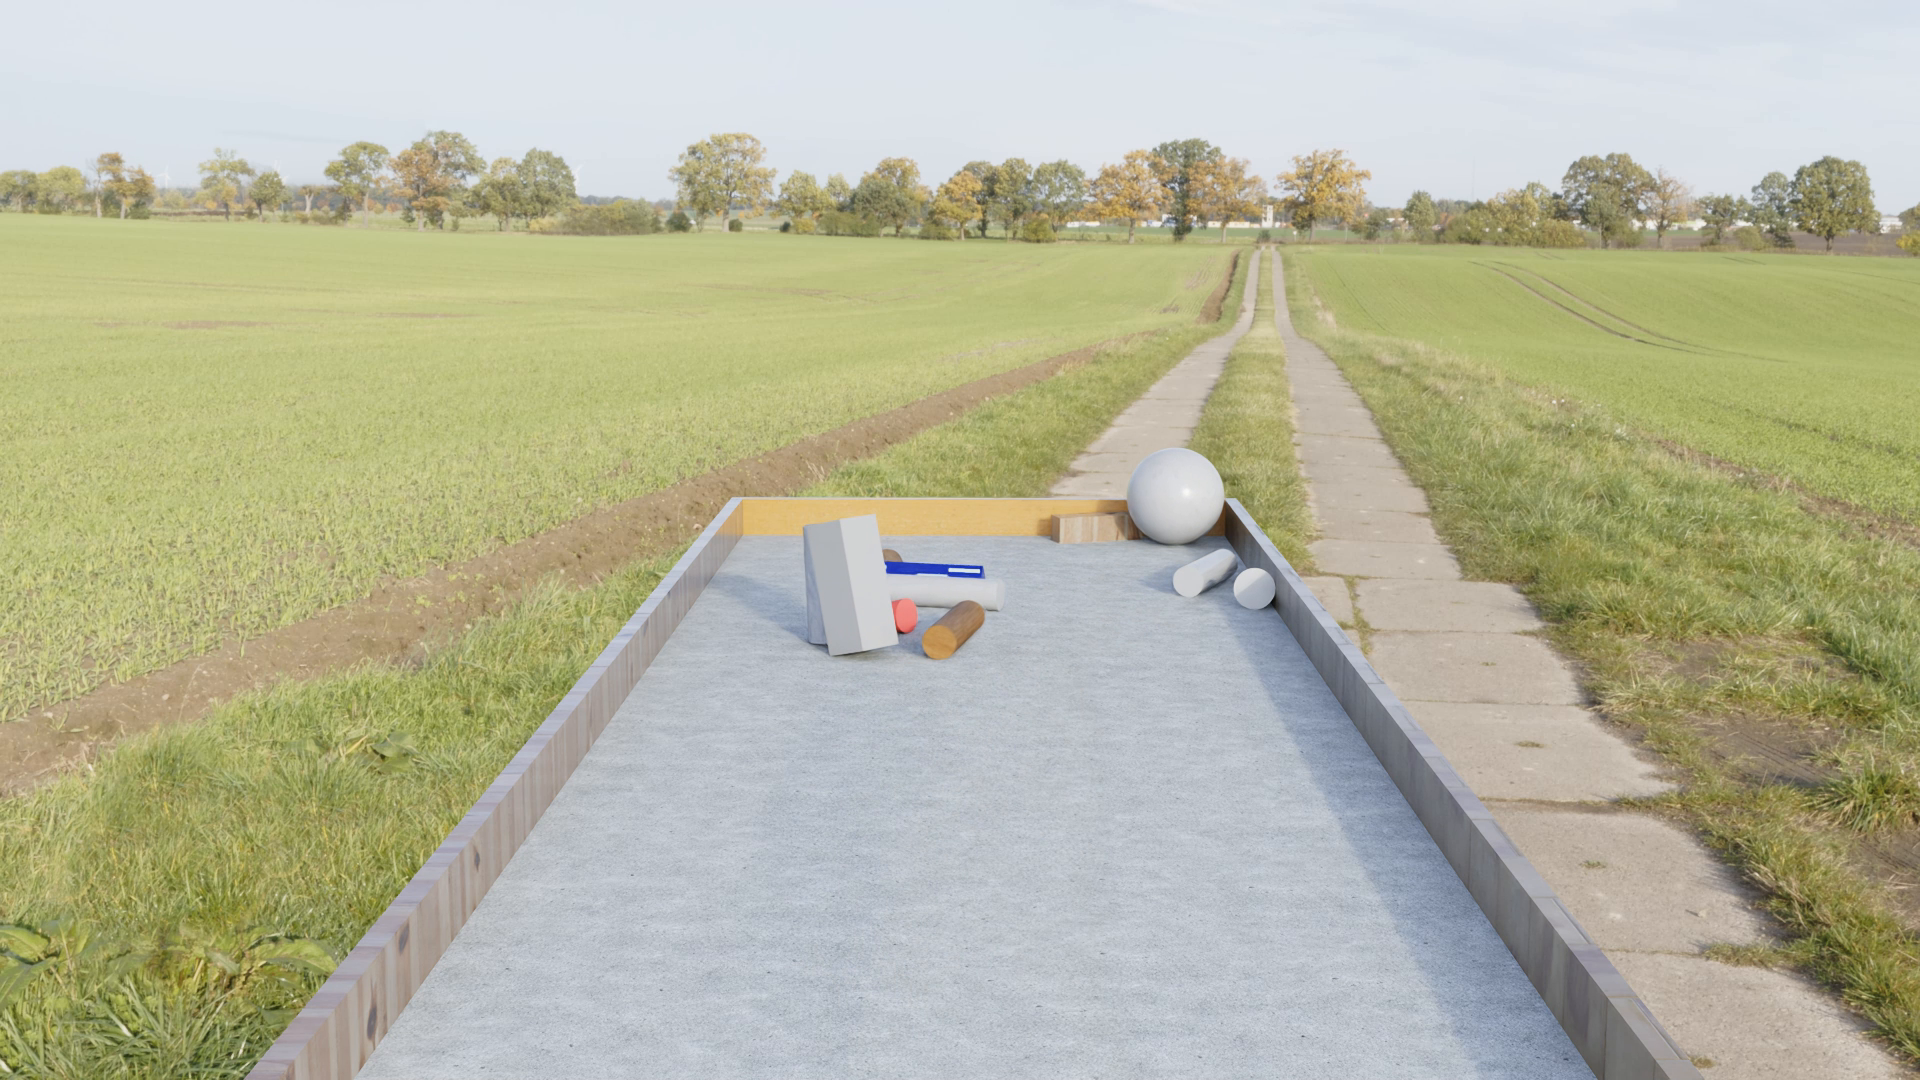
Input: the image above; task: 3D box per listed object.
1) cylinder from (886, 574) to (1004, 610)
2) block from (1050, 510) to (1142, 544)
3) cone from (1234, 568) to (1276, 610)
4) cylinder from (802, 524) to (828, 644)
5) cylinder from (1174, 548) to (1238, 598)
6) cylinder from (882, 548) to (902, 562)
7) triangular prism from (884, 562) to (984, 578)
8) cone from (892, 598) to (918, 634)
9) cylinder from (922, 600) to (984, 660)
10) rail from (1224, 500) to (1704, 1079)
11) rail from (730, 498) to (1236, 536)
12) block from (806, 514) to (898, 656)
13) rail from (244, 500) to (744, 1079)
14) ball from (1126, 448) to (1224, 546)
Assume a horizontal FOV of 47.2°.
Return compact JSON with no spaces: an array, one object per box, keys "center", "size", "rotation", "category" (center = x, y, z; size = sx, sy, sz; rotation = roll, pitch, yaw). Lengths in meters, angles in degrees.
[{"center":[-0.063,0.178,7.541],"size":[0.418,0.107,0.107],"rotation":[3,9,17],"category":"cylinder"},{"center":[0.560,-0.053,9.011],"size":[0.361,0.105,0.105],"rotation":[-3,9,-18],"category":"block"},{"center":[1.044,0.175,7.686],"size":[0.142,0.142,0.351],"rotation":[2,-2,12],"category":"cone"},{"center":[-0.409,0.136,6.949],"size":[0.159,0.367,0.159],"rotation":[-3,6,0],"category":"cylinder"},{"center":[0.886,0.117,7.914],"size":[0.112,0.112,0.404],"rotation":[4,10,24],"category":"cylinder"},{"center":[-0.251,0.112,7.947],"size":[0.112,0.112,0.312],"rotation":[-1,9,-6],"category":"cylinder"},{"center":[-0.141,0.142,7.681],"size":[0.458,0.127,0.147],"rotation":[2,9,15],"category":"triangular prism"},{"center":[-0.327,0.255,7.221],"size":[0.386,0.113,0.113],"rotation":[-4,5,37],"category":"cone"},{"center":[-0.018,0.280,6.903],"size":[0.107,0.107,0.425],"rotation":[2,9,12],"category":"cylinder"},{"center":[1.046,0.843,3.208],"size":[0.050,0.150,12.000],"rotation":[0,9,1],"category":"rail"},{"center":[0.099,-0.098,9.147],"size":[2.100,0.150,0.050],"rotation":[0,9,1],"category":"rail"},{"center":[-0.330,0.138,6.761],"size":[0.152,0.406,0.152],"rotation":[-11,-1,44],"category":"block"},{"center":[-1.004,0.839,3.234],"size":[0.050,0.150,12.000],"rotation":[0,9,1],"category":"rail"},{"center":[0.868,-0.176,8.864],"size":[0.394,0.394,0.394],"rotation":[0,9,0],"category":"ball"}]
